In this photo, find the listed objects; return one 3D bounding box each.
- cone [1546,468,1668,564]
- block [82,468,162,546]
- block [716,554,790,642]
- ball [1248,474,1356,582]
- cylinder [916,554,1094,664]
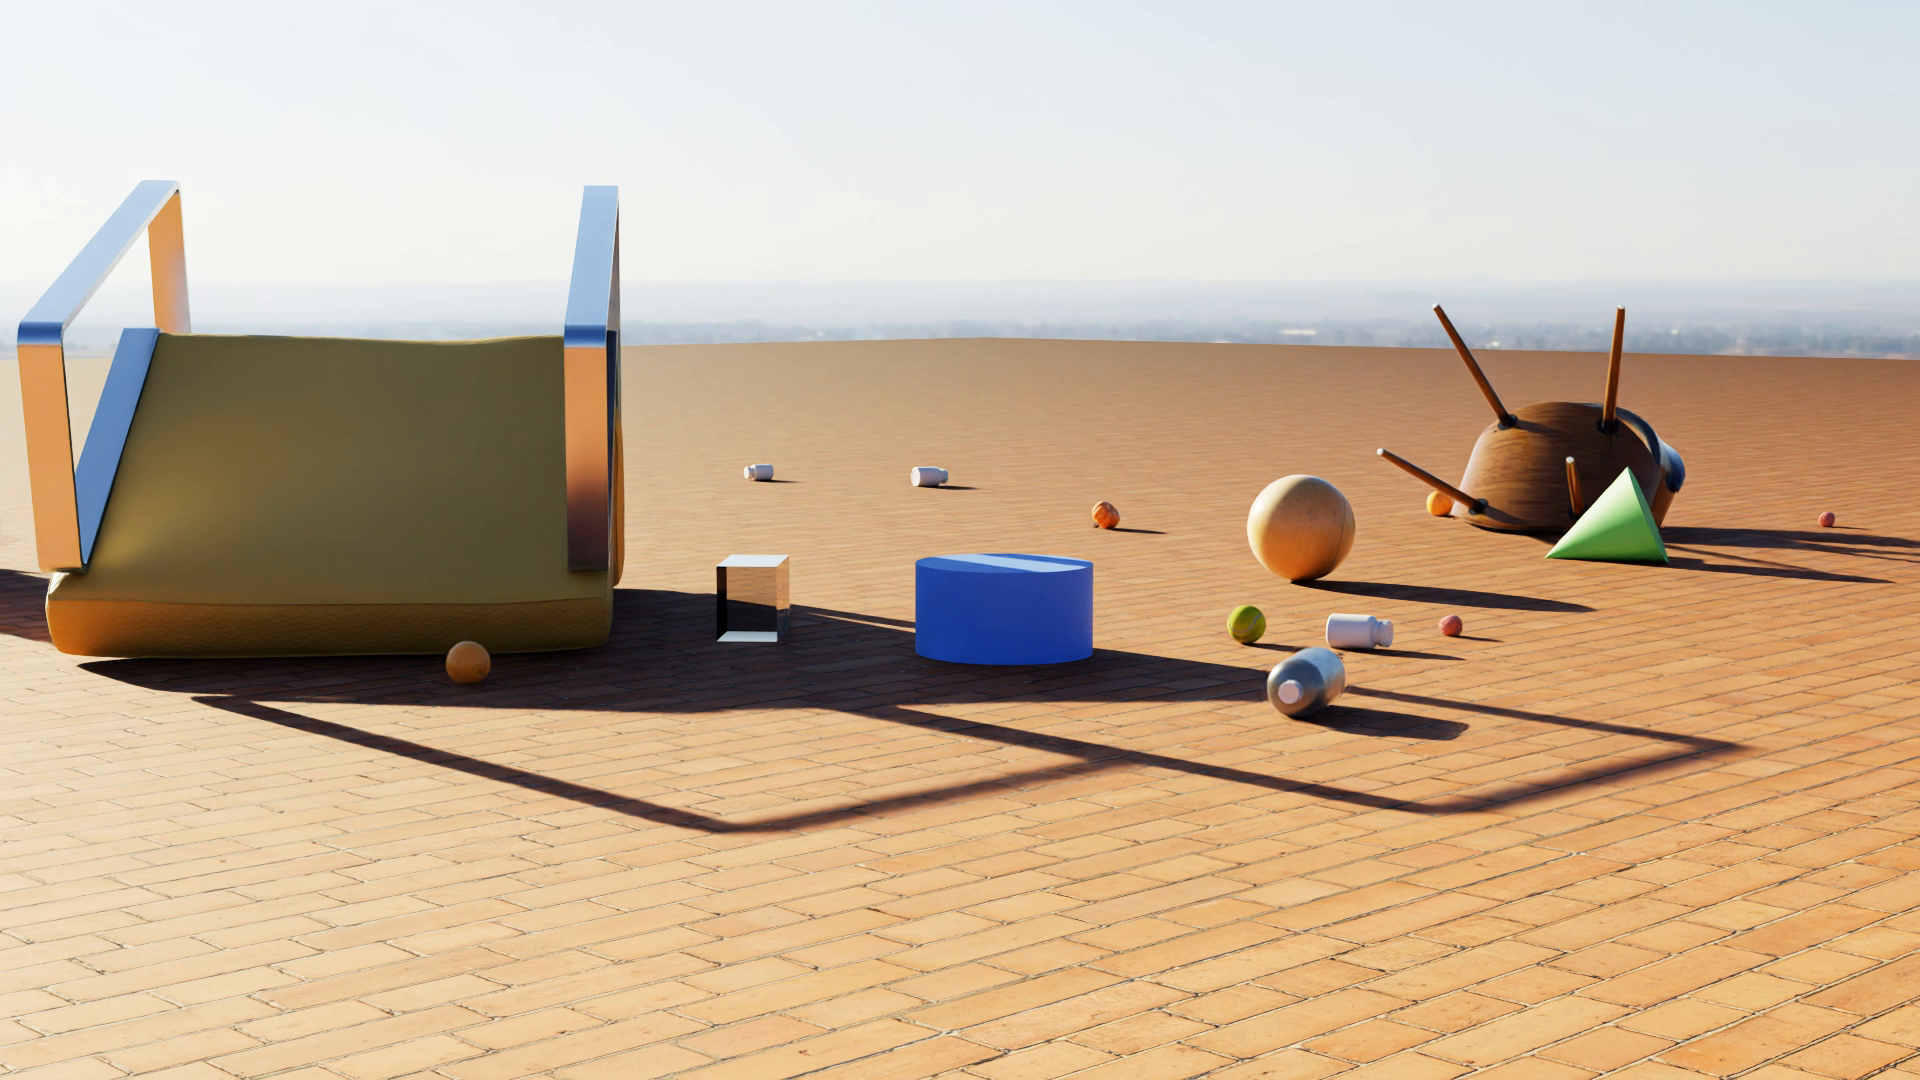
[{"bbox_3d":[1.477,-0.008,5.961,0.256,0.251,0.159,-25,-28,20],"label":"cone"},{"bbox_3d":[-2.080,-0.085,6.377,0.177,0.176,0.149,-2,6,-16],"label":"block"},{"bbox_3d":[-0.380,0.106,4.723,0.109,0.136,0.189,0,6,3],"label":"block"},{"bbox_3d":[0.735,-0.026,5.530,0.232,0.232,0.232,0,6,0],"label":"ball"},{"bbox_3d":[0.077,0.118,4.497,0.318,0.157,0.298,4,7,36],"label":"cylinder"}]
